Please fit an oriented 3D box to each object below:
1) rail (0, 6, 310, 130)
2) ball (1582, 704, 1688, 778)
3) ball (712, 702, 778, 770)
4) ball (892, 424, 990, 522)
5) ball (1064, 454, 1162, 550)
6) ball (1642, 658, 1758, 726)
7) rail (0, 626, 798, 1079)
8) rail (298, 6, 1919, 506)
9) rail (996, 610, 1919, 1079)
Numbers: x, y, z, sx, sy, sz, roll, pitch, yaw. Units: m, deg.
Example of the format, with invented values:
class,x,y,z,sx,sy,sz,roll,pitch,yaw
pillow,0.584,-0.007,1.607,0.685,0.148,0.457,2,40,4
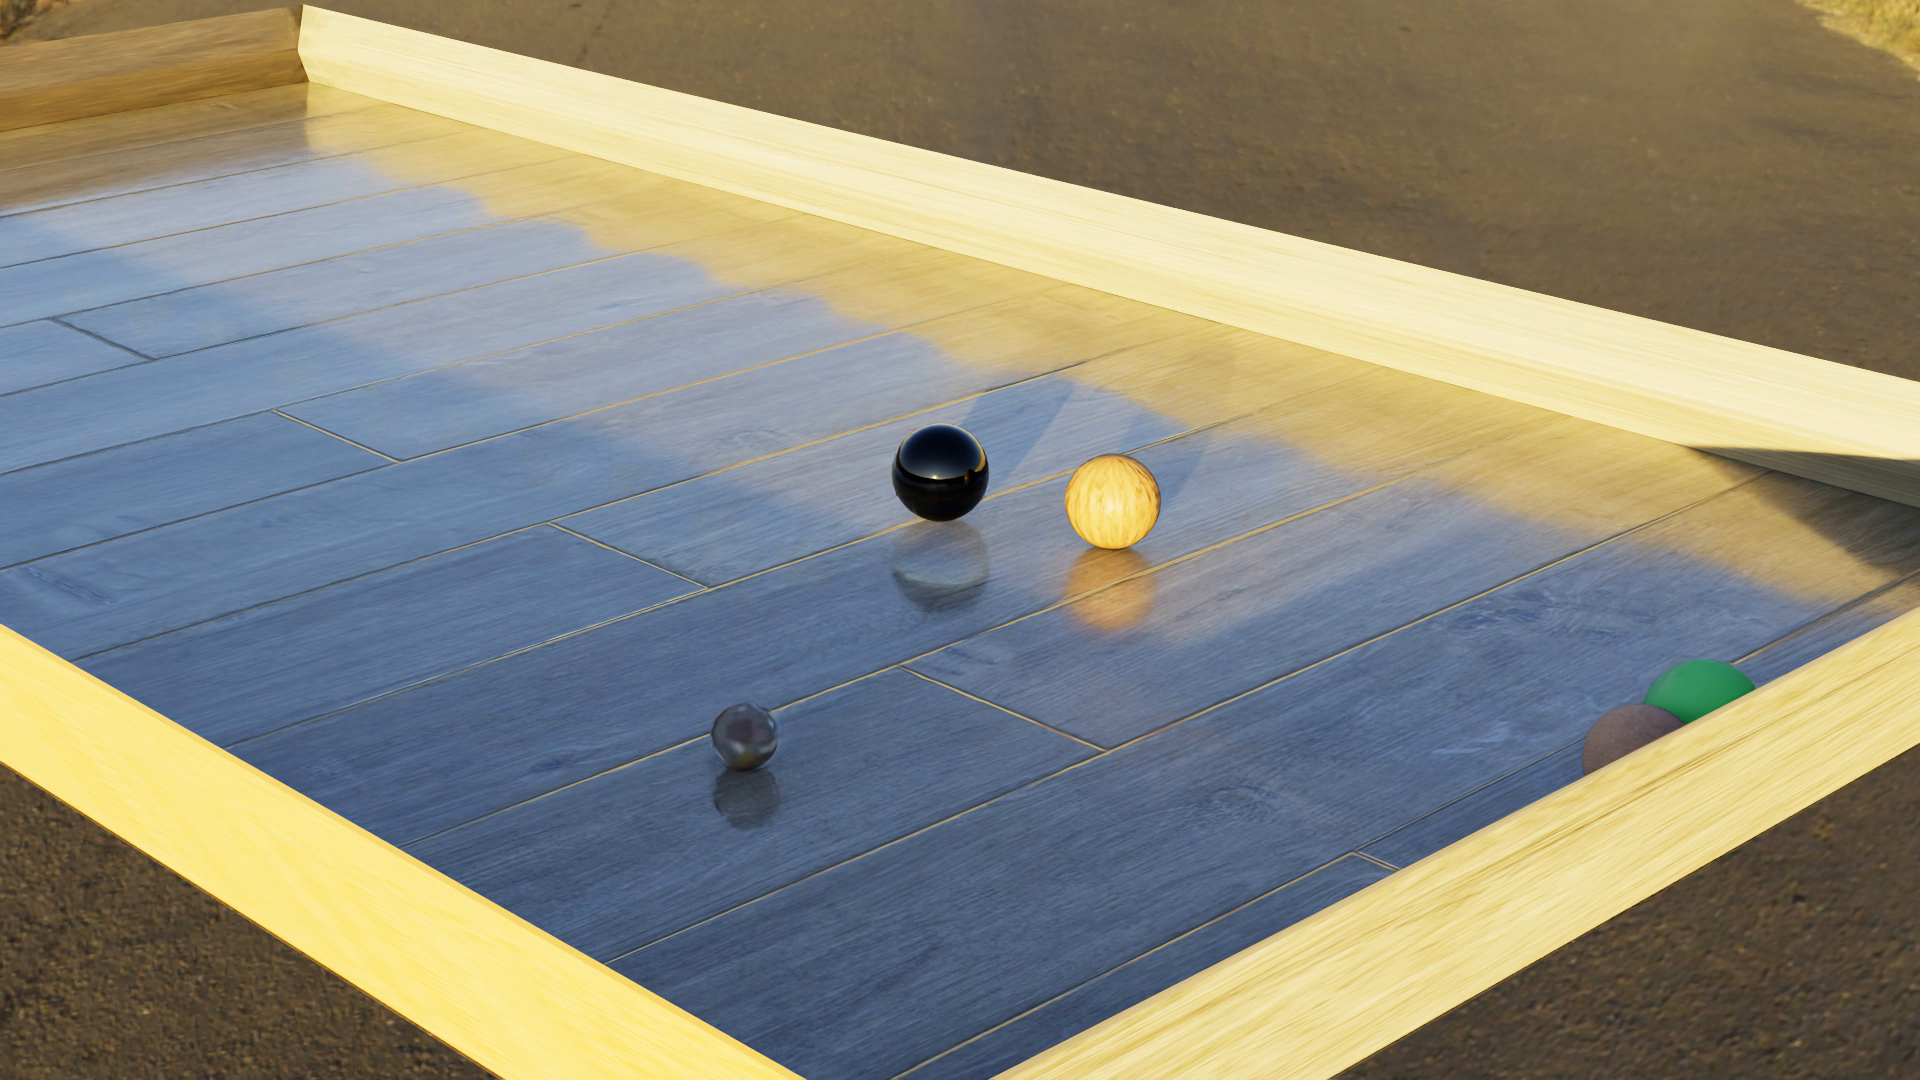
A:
class,x,y,z,sx,sy,sz,roll,pitch,yaw
rail,-1.652,-0.614,4.292,1.651,0.125,0.045,-19,27,-41
ball,0.519,0.168,2.243,0.087,0.087,0.087,0,20,0
ball,-0.170,0.155,2.327,0.053,0.053,0.053,0,20,0
ball,-0.019,-0.066,2.861,0.096,0.096,0.096,0,20,0
ball,0.145,-0.037,2.790,0.091,0.091,0.091,0,20,0
ball,0.582,0.141,2.304,0.096,0.096,0.096,0,20,0
rail,-1.132,-0.025,2.708,0.045,0.125,3.198,-19,27,-41
rail,0.020,-0.414,3.754,0.045,0.125,3.198,-19,27,-41
rail,0.540,0.174,2.170,1.651,0.125,0.045,-19,27,-41
